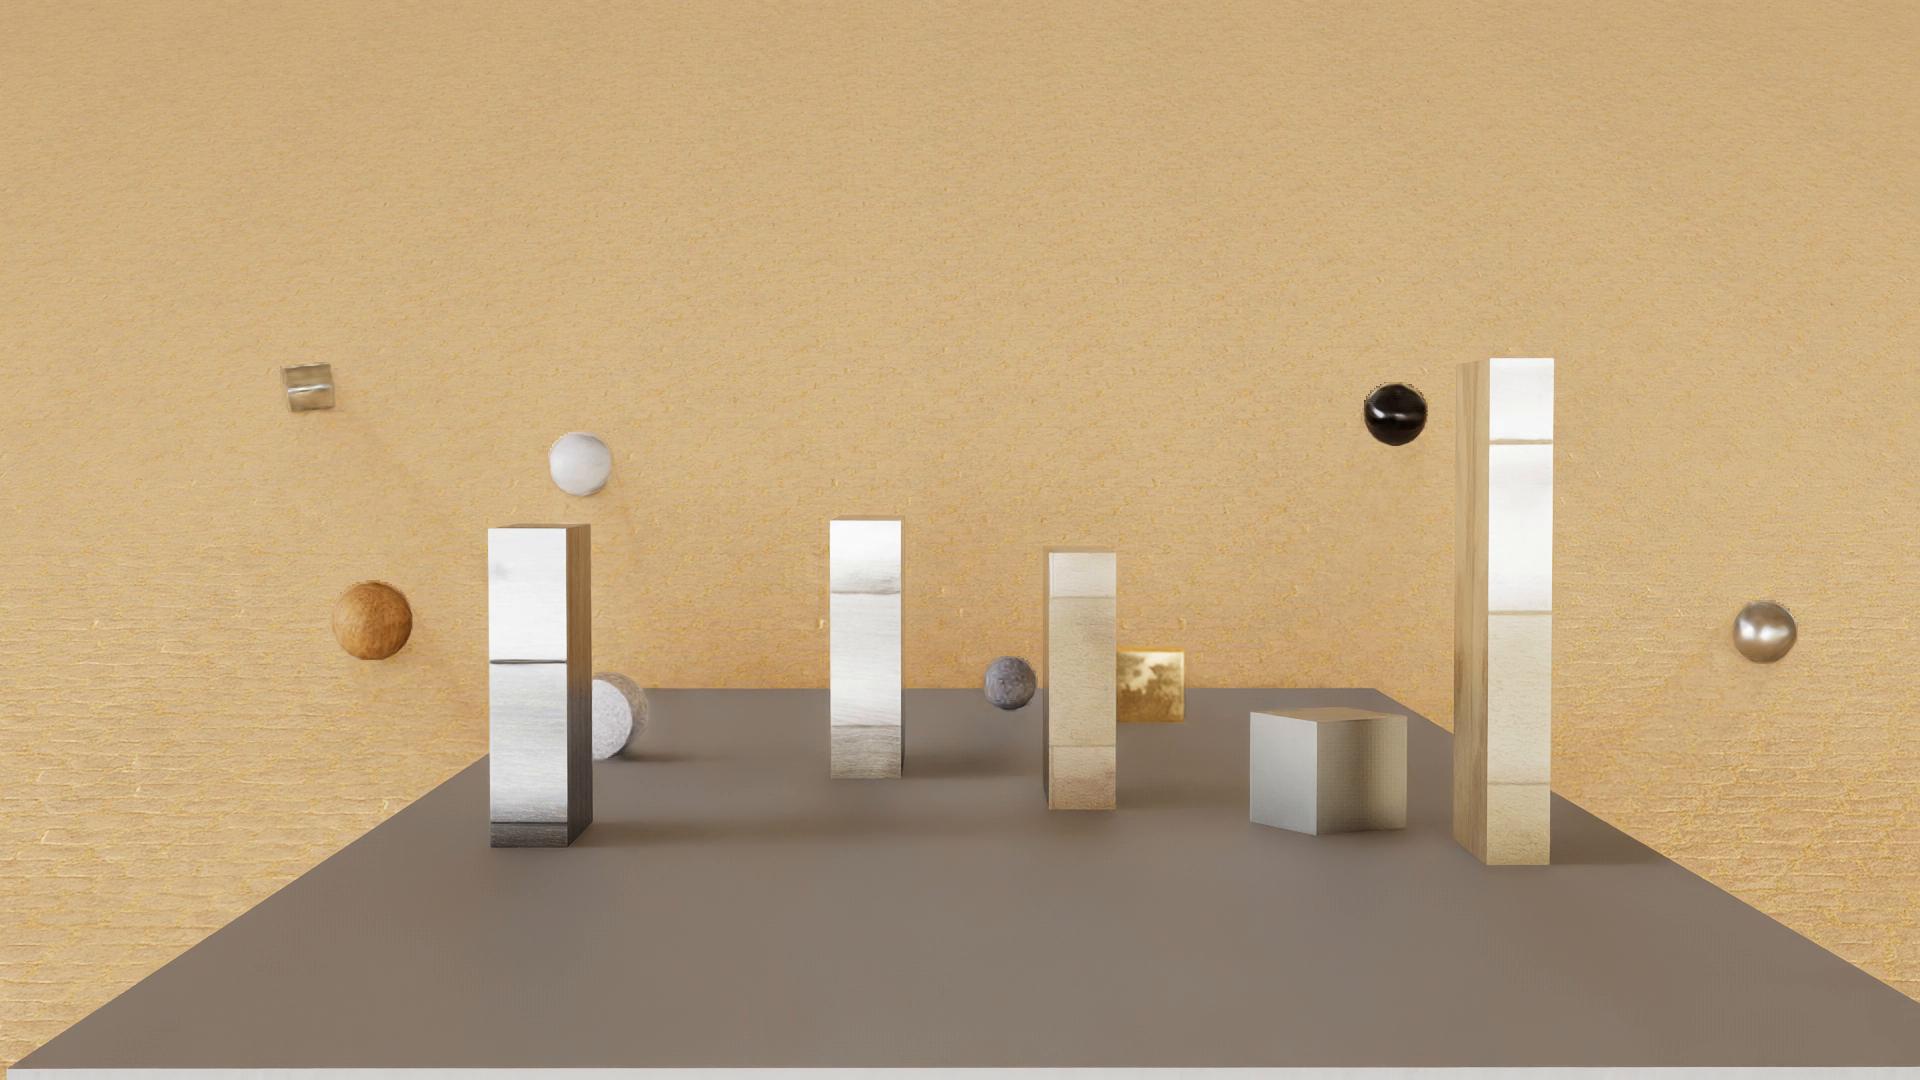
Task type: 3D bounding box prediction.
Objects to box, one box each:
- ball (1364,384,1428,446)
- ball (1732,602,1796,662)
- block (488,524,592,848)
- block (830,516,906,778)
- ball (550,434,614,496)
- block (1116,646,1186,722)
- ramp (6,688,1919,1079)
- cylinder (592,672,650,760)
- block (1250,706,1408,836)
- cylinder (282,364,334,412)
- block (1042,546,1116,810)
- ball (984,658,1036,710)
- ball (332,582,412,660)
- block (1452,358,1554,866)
[{"bbox_3d":[1.398,-0.402,8.270,0.200,0.200,0.200,0,24,0],"label":"ball"},{"bbox_3d":[2.143,0.245,6.863,0.164,0.164,0.164,0,24,0],"label":"ball"},{"bbox_3d":[-0.661,0.222,4.075,0.118,0.489,0.272,0,2,0],"label":"block"},{"bbox_3d":[-0.175,0.196,4.957,0.130,0.477,0.395,0,2,0],"label":"block"},{"bbox_3d":[-1.161,-0.231,7.895,0.193,0.193,0.193,0,24,0],"label":"ball"},{"bbox_3d":[0.430,0.325,5.823,0.156,0.156,0.156,0,2,7],"label":"block"},{"bbox_3d":[0.055,0.499,4.546,2.000,0.100,4.000,0,2,0],"label":"ramp"},{"bbox_3d":[-0.713,0.349,5.114,0.160,0.160,0.160,2,2,5],"label":"cylinder"},{"bbox_3d":[0.597,0.372,4.183,0.180,0.180,0.180,-1,2,-29],"label":"block"},{"bbox_3d":[-2.164,-0.504,8.559,0.148,0.148,0.148,-8,25,-19],"label":"cylinder"},{"bbox_3d":[0.207,0.233,4.511,0.112,0.434,0.320,0,2,0],"label":"block"},{"bbox_3d":[0.116,0.335,6.003,0.123,0.123,0.123,0,24,0],"label":"ball"},{"bbox_3d":[-1.567,0.218,6.871,0.209,0.209,0.209,0,24,0],"label":"ball"},{"bbox_3d":[0.818,0.102,3.892,0.092,0.741,0.258,0,2,0],"label":"block"}]
